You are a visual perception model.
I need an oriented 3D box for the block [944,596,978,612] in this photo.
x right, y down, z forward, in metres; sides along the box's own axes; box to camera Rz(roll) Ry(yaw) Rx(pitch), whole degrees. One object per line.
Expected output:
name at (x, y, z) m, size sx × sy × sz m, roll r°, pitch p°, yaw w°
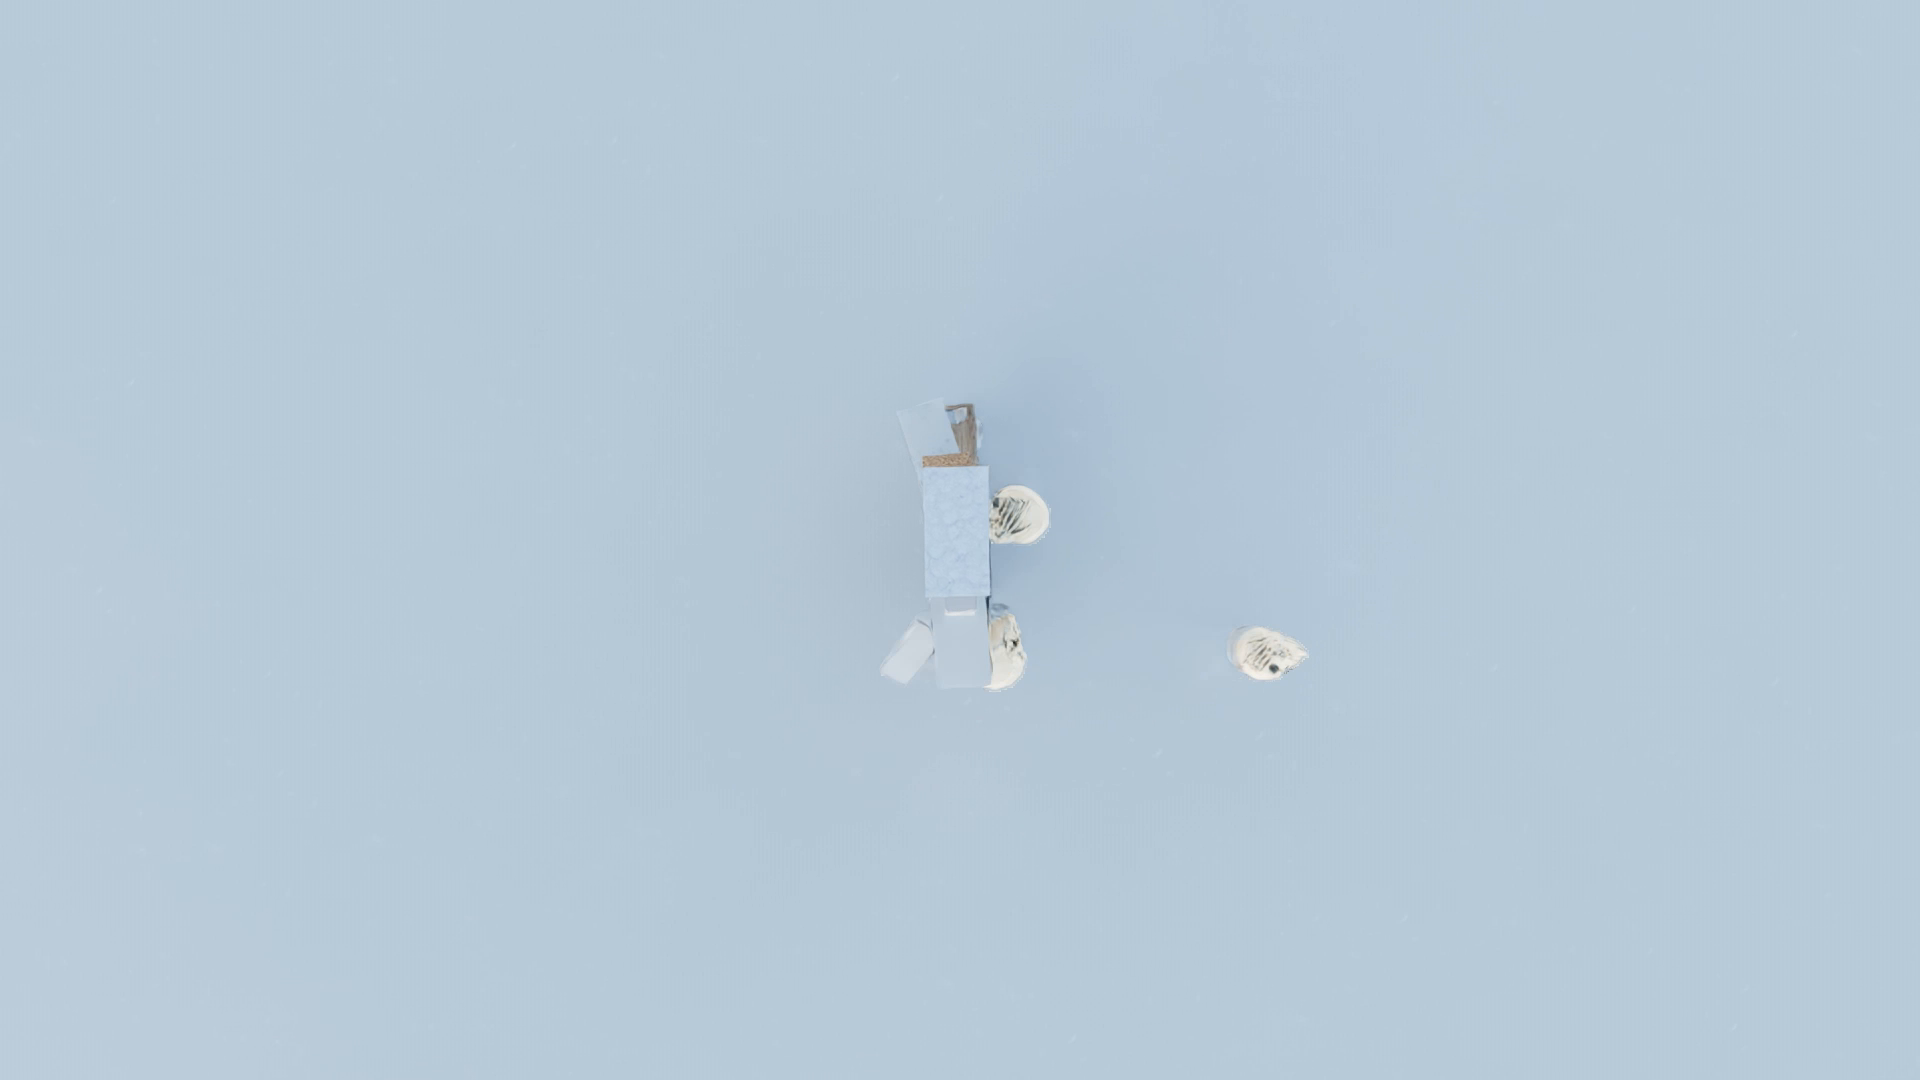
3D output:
block at (-0.005, 0.103, 4.283) m, size 0.081 × 0.023 × 0.163 m, roll -7°, pitch 90°, yaw -1°

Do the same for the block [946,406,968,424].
block at (-0.059, -0.345, 4.688) m, size 0.130 × 0.259 × 0.037 m, roll -10°, pitch 96°, yaw 9°

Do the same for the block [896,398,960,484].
block at (-0.071, -0.248, 4.541) m, size 0.130 × 0.037 × 0.259 m, roll -18°, pitch 91°, yaw 4°

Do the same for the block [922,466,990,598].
block at (-0.009, -0.020, 3.913) m, size 0.153 × 0.043 × 0.306 m, roll -1°, pitch 91°, yaw -3°

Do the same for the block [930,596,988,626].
block at (0.000, 0.171, 5.115) m, size 0.178 × 0.050 × 0.356 m, roll 1°, pitch 90°, yaw 0°

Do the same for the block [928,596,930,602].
block at (-0.014, 0.151, 4.649) m, size 0.149 × 0.299 × 0.042 m, roll -2°, pitch 88°, yaw -1°

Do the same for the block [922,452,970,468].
block at (-0.024, -0.100, 4.256) m, size 0.121 × 0.034 × 0.243 m, roll -6°, pitch 91°, yaw -2°

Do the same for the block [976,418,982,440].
block at (-0.019, -0.340, 5.094) m, size 0.159 × 0.451 × 0.045 m, roll -4°, pitch 90°, yaw 3°

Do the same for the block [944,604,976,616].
block at (0.001, 0.177, 4.376) m, size 0.081 × 0.163 × 0.023 m, roll -4°, pitch 79°, yaw -1°

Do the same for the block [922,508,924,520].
block at (-0.044, -0.083, 4.699) m, size 0.111 × 0.243 × 0.031 m, roll 0°, pitch 96°, yaw 4°

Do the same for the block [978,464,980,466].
block at (-0.002, -0.101, 5.207) m, size 0.136 × 0.039 × 0.273 m, roll 0°, pitch 90°, yaw 0°

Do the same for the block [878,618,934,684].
block at (-0.149, 0.344, 5.063) m, size 0.099 × 0.028 × 0.199 m, roll 30°, pitch 107°, yaw -27°

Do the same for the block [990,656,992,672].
block at (0.015, 0.355, 4.721) m, size 0.149 × 0.360 × 0.042 m, roll -5°, pitch 89°, yaw 0°

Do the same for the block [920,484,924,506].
block at (-0.020, -0.121, 4.085) m, size 0.153 × 0.306 × 0.043 m, roll -6°, pitch 89°, yaw -2°

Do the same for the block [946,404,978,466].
block at (-0.028, -0.235, 4.845) m, size 0.159 × 0.045 × 0.319 m, roll -4°, pitch 89°, yaw 3°

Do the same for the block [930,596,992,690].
block at (0.001, 0.252, 4.494) m, size 0.149 × 0.042 × 0.299 m, roll -4°, pitch 101°, yaw 0°
